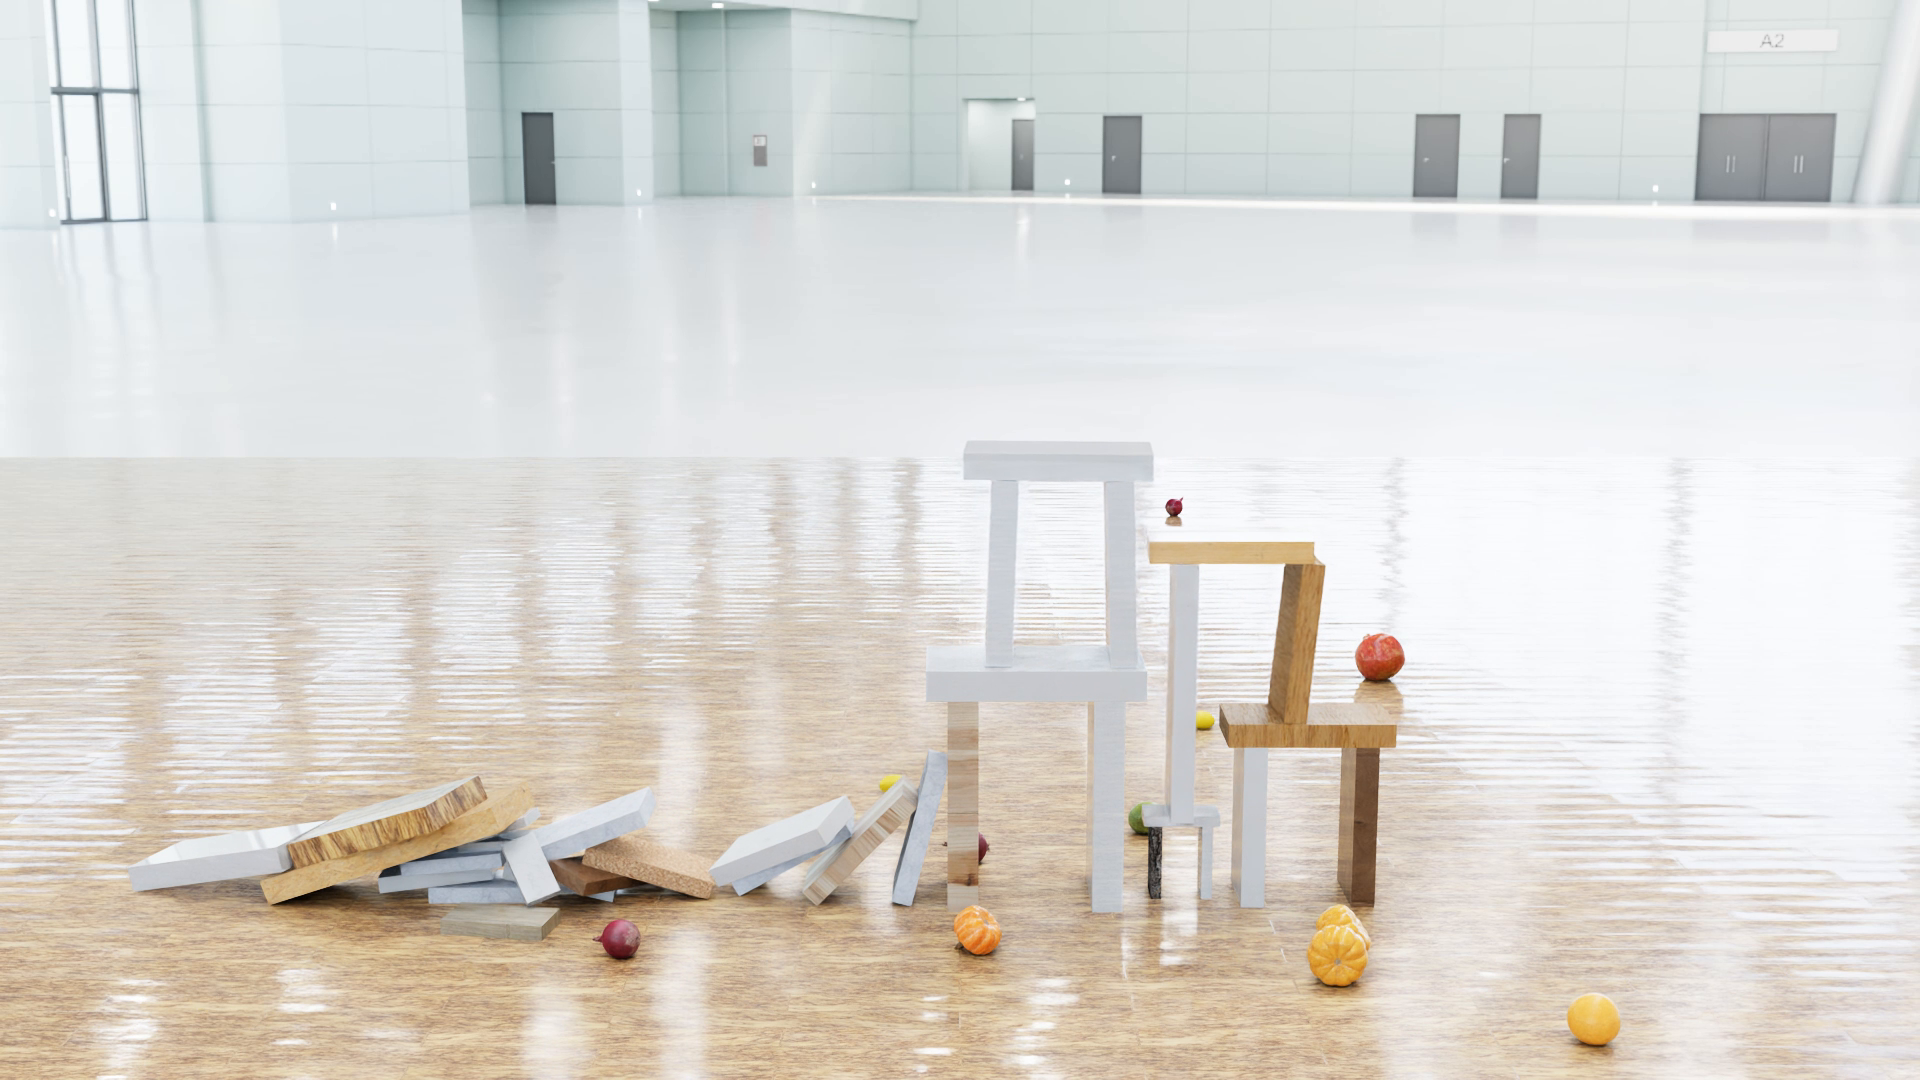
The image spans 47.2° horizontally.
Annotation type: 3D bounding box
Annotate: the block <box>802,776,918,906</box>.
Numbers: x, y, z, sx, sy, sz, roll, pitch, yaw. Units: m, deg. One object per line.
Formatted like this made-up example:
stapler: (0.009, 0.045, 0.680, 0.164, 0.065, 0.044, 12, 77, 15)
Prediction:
block: (-0.164, 0.497, 3.650, 0.033, 0.234, 0.117, 44, 8, -7)

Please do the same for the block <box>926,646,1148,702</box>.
block: (0.122, 0.218, 3.599, 0.354, 0.050, 0.177, 0, 11, 0)

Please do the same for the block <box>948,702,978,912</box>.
block: (0.005, 0.416, 3.636, 0.050, 0.354, 0.177, 0, 11, 0)

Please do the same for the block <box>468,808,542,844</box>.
block: (-0.751, 0.470, 3.616, 0.113, 0.016, 0.056, -18, 7, 17)

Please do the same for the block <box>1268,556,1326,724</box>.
block: (0.549, 0.156, 3.591, 0.037, 0.262, 0.131, 4, 10, -5)

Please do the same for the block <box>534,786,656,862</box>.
block: (-0.616, 0.478, 3.642, 0.216, 0.031, 0.108, -21, 13, 7)

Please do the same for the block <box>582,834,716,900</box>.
block: (-0.518, 0.538, 3.674, 0.216, 0.031, 0.108, 17, 10, -8)

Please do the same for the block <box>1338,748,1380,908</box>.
block: (0.660, 0.457, 3.645, 0.038, 0.271, 0.135, 0, 11, 0)

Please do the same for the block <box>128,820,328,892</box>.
block: (-1.226, 0.531, 3.698, 0.299, 0.042, 0.149, -10, 7, 19)

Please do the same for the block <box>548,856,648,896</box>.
block: (-0.585, 0.549, 3.646, 0.084, 0.024, 0.203, 24, 11, 29)

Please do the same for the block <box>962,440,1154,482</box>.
block: (0.159, -0.128, 3.550, 0.301, 0.043, 0.151, 1, 11, 3)

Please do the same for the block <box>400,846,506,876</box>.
block: (-0.832, 0.524, 3.641, 0.168, 0.024, 0.084, -6, 10, 4)

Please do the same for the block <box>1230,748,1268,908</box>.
block: (0.479, 0.457, 3.645, 0.038, 0.271, 0.135, 0, 11, 0)

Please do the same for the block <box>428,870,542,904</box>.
block: (-0.782, 0.577, 3.666, 0.185, 0.026, 0.093, 0, 11, 0)

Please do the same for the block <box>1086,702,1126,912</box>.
block: (0.240, 0.416, 3.636, 0.050, 0.354, 0.177, 0, 11, 0)

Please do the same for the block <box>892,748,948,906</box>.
block: (-0.066, 0.475, 3.643, 0.033, 0.234, 0.117, 15, 10, -3)

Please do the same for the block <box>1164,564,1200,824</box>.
block: (0.363, 0.239, 3.603, 0.037, 0.428, 0.131, 0, 11, 1)

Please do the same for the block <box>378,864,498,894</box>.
block: (-0.866, 0.550, 3.665, 0.185, 0.026, 0.093, -7, 10, -2)

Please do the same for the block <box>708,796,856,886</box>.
block: (-0.295, 0.499, 3.644, 0.234, 0.033, 0.117, -24, 11, 29)

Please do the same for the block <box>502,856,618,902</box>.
block: (-0.661, 0.556, 3.667, 0.185, 0.026, 0.093, 12, 10, -3)

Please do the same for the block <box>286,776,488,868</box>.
block: (-0.940, 0.462, 3.608, 0.299, 0.042, 0.149, -17, 7, 25)

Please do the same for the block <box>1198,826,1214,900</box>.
block: (0.408, 0.528, 3.662, 0.018, 0.125, 0.063, 0, 11, 0)

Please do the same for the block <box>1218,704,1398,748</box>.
block: (0.569, 0.305, 3.617, 0.271, 0.038, 0.135, 0, 11, 0)

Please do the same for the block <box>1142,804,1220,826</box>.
block: (0.366, 0.458, 3.649, 0.125, 0.018, 0.063, 0, 11, 0)

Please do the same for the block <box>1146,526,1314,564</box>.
block: (0.436, 0.008, 3.566, 0.262, 0.037, 0.131, 0, 11, 3)

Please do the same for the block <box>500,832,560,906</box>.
block: (-0.696, 0.534, 3.563, 0.056, 0.016, 0.113, -20, 63, -22)

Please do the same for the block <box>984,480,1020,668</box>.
block: (0.068, 0.042, 3.578, 0.043, 0.301, 0.151, 2, 11, 0)

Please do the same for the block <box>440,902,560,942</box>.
block: (-0.732, 0.608, 3.507, 0.168, 0.024, 0.084, 2, 11, 10)

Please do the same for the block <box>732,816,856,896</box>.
block: (-0.280, 0.518, 3.697, 0.216, 0.031, 0.108, -29, 9, 5)

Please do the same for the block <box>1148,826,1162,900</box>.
block: (0.325, 0.528, 3.662, 0.018, 0.125, 0.063, 0, 11, 0)

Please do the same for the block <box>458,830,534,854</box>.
block: (-0.766, 0.498, 3.635, 0.112, 0.016, 0.056, -5, 11, 11)

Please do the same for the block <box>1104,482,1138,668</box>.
block: (0.260, 0.043, 3.572, 0.043, 0.301, 0.151, -1, 10, 1)

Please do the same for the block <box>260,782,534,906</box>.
block: (-0.928, 0.500, 3.633, 0.435, 0.042, 0.149, -18, 6, 13)
